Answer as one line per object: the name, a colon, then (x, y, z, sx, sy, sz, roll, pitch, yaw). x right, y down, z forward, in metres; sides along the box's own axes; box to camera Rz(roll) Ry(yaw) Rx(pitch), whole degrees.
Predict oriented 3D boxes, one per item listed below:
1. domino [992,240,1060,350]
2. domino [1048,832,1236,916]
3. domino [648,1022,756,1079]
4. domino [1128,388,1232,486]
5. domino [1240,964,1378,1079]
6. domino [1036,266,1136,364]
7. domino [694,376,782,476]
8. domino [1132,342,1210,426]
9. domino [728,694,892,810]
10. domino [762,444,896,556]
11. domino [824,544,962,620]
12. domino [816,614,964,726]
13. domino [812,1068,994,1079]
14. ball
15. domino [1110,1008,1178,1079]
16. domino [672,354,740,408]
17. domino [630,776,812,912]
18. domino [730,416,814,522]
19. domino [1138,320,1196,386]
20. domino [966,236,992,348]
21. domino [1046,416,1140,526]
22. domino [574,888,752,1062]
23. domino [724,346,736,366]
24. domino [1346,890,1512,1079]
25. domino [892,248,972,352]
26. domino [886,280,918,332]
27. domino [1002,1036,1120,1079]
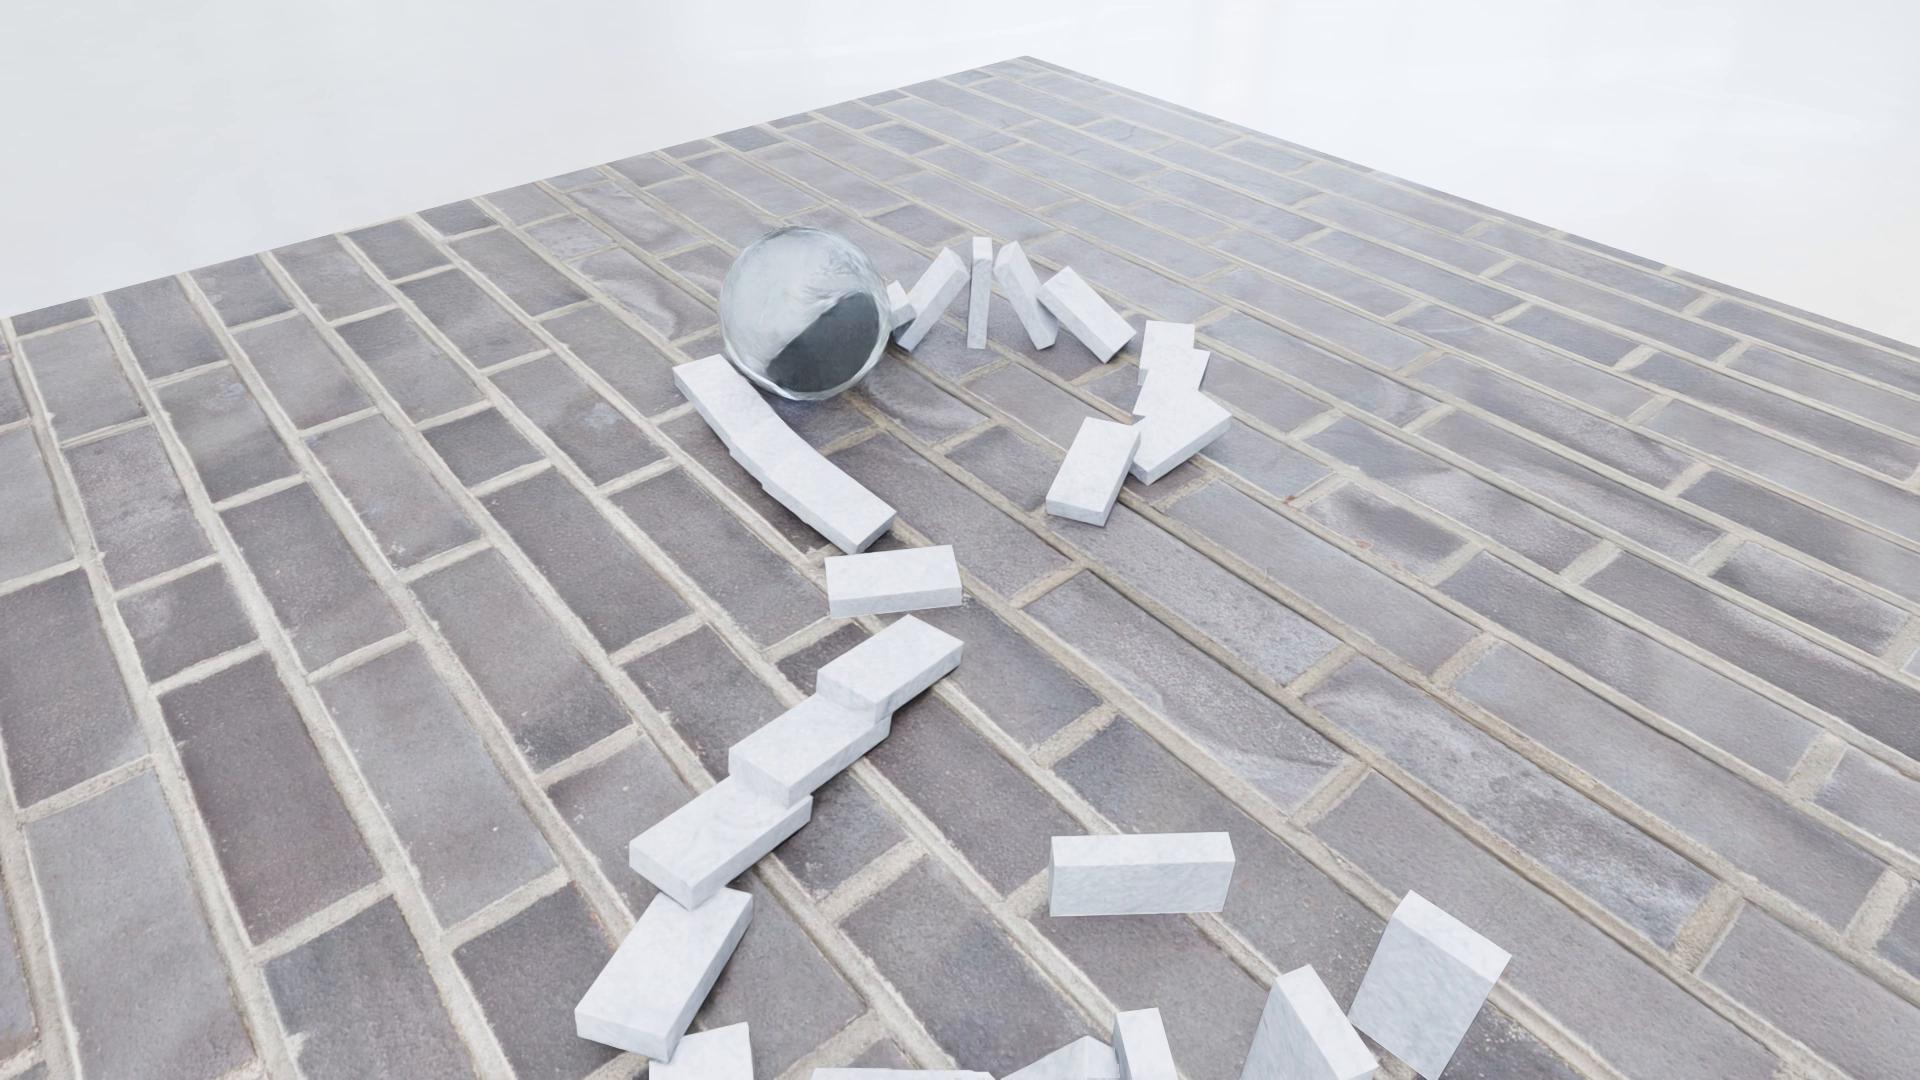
domino: (0.035, -0.126, 0.567, 0.010, 0.050, 0.025, -18, 31, 28)
domino: (0.051, 0.096, 0.314, 0.050, 0.025, 0.010, -1, 39, -1)
domino: (-0.061, 0.145, 0.266, 0.025, 0.010, 0.050, -9, 40, -11)
domino: (0.094, -0.047, 0.490, 0.050, 0.010, 0.025, -33, 53, -17)
domino: (0.081, 0.125, 0.258, 0.009, 0.050, 0.025, -14, 41, -16)
domino: (0.065, -0.116, 0.566, 0.050, 0.010, 0.025, 44, 50, 2)
domino: (-0.096, -0.052, 0.498, 0.025, 0.010, 0.050, -27, 60, -29)
domino: (0.100, -0.072, 0.522, 0.025, 0.010, 0.050, 14, 55, 16)
domino: (-0.048, 0.065, 0.355, 0.025, 0.009, 0.050, 24, 32, 27)
domino: (-0.054, -0.016, 0.451, 0.050, 0.010, 0.025, 36, 52, 14)
domino: (-0.026, 0.016, 0.424, 0.050, 0.010, 0.025, -6, 40, -7)
domino: (-0.024, 0.044, 0.381, 0.025, 0.009, 0.050, 25, 32, 27)
domino: (-0.016, 0.138, 0.257, 0.050, 0.010, 0.025, -14, 32, 28)
ball: (-0.072, -0.105, 0.515, 0.080, 0.080, 0.080, 0, 39, 0)
domino: (0.041, 0.132, 0.251, 0.010, 0.050, 0.025, -5, 40, -6)
domino: (-0.117, -0.072, 0.531, 0.025, 0.009, 0.050, -22, 44, -25)
domino: (-0.070, 0.087, 0.328, 0.025, 0.009, 0.050, 24, 31, 27)
domino: (-0.073, -0.031, 0.472, 0.050, 0.010, 0.025, 40, 53, 21)
domino: (0.105, -0.094, 0.559, 0.025, 0.010, 0.050, 7, 40, 9)
domino: (0.010, -0.127, 0.566, 0.009, 0.050, 0.025, 3, 39, -2)
domino: (0.058, -0.030, 0.470, 0.025, 0.010, 0.050, 15, 55, 20)
domino: (-0.078, 0.113, 0.296, 0.025, 0.009, 0.050, 10, 27, 12)
domino: (-0.094, -0.106, 0.564, 0.025, 0.010, 0.050, 24, 59, 27)
domino: (0.116, 0.112, 0.275, 0.025, 0.050, 0.009, 31, 49, 32)
domino: (-0.016, -0.124, 0.567, 0.010, 0.050, 0.025, 27, 26, -34)
domino: (-0.049, -0.112, 0.566, 0.050, 0.010, 0.025, -28, 42, 2)
domino: (0.016, 0.135, 0.250, 0.010, 0.050, 0.025, 32, 35, -19)
